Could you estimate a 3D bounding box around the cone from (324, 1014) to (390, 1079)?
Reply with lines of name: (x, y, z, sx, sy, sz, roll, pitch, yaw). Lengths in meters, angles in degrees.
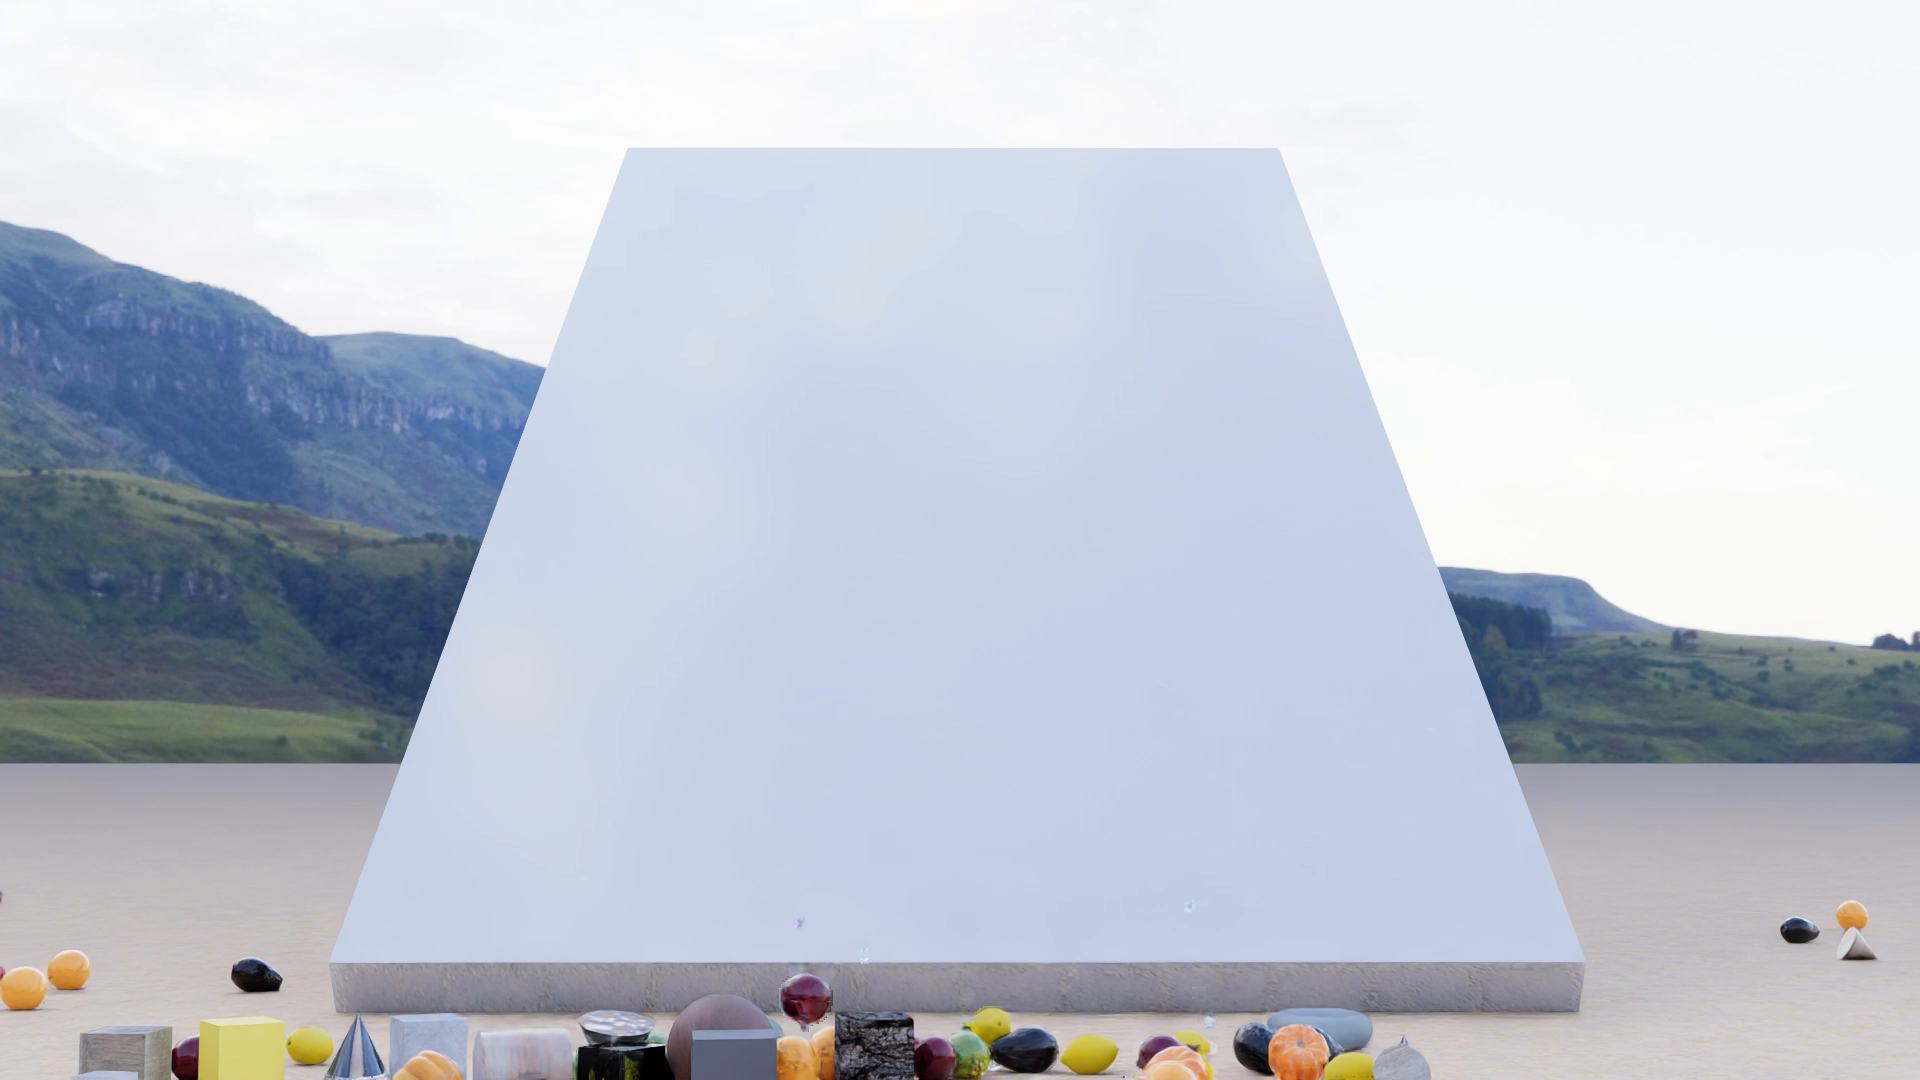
cone: (-0.741, 0.629, 2.934, 0.095, 0.095, 0.095, 0, -5, 0)

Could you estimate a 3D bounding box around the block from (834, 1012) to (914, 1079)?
block: (-0.107, 0.634, 2.952, 0.089, 0.089, 0.089, 1, -5, -8)

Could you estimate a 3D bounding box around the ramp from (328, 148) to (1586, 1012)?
ramp: (-0.011, -0.223, 5.583, 2.000, 0.100, 4.000, 0, 28, 0)

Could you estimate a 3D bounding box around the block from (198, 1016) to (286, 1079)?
block: (-0.893, 0.639, 2.966, 0.081, 0.081, 0.081, 4, -6, -34)

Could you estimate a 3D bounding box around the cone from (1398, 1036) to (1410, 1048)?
cone: (0.551, 0.646, 2.955, 0.066, 0.066, 0.066, 0, -5, 0)

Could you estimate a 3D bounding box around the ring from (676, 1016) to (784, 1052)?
ring: (-0.317, 0.686, 3.291, 0.147, 0.049, 0.147, 1, -6, 0)

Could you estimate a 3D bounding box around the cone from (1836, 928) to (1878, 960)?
cone: (1.834, 0.835, 4.848, 0.072, 0.072, 0.072, 27, -4, 5)

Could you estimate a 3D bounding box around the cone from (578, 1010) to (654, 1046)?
cone: (-0.420, 0.628, 2.885, 0.091, 0.091, 0.091, 7, 6, -1)

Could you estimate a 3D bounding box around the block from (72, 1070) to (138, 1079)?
block: (-0.966, 0.629, 2.693, 0.052, 0.052, 0.052, -1, -5, 12)

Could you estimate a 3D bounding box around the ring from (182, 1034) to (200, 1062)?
ring: (-1.002, 0.687, 3.230, 0.101, 0.034, 0.101, 1, -5, 0)

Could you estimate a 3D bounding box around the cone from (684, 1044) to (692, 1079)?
cone: (-0.305, 0.666, 2.992, 0.074, 0.074, 0.074, 0, -32, 3)

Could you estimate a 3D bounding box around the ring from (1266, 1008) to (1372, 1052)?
ring: (0.507, 0.692, 3.371, 0.149, 0.050, 0.149, 0, -4, 0)

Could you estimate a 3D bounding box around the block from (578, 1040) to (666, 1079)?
block: (-0.396, 0.628, 2.787, 0.072, 0.072, 0.072, -3, -6, 33)

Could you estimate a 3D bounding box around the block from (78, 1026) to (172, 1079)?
block: (-1.006, 0.631, 2.877, 0.081, 0.081, 0.081, 0, -5, 4)

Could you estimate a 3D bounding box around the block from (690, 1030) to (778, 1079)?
block: (-0.258, 0.610, 2.715, 0.094, 0.094, 0.094, 1, -5, -8)

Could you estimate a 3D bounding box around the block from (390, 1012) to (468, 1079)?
block: (-0.672, 0.644, 3.017, 0.080, 0.080, 0.080, 2, -6, -25)

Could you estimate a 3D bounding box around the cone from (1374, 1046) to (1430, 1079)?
cone: (0.529, 0.657, 2.890, 0.069, 0.069, 0.069, 0, -32, -2)

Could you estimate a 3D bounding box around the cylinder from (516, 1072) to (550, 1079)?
cylinder: (-0.468, 0.621, 2.638, 0.057, 0.057, 0.057, 2, -4, -19)
